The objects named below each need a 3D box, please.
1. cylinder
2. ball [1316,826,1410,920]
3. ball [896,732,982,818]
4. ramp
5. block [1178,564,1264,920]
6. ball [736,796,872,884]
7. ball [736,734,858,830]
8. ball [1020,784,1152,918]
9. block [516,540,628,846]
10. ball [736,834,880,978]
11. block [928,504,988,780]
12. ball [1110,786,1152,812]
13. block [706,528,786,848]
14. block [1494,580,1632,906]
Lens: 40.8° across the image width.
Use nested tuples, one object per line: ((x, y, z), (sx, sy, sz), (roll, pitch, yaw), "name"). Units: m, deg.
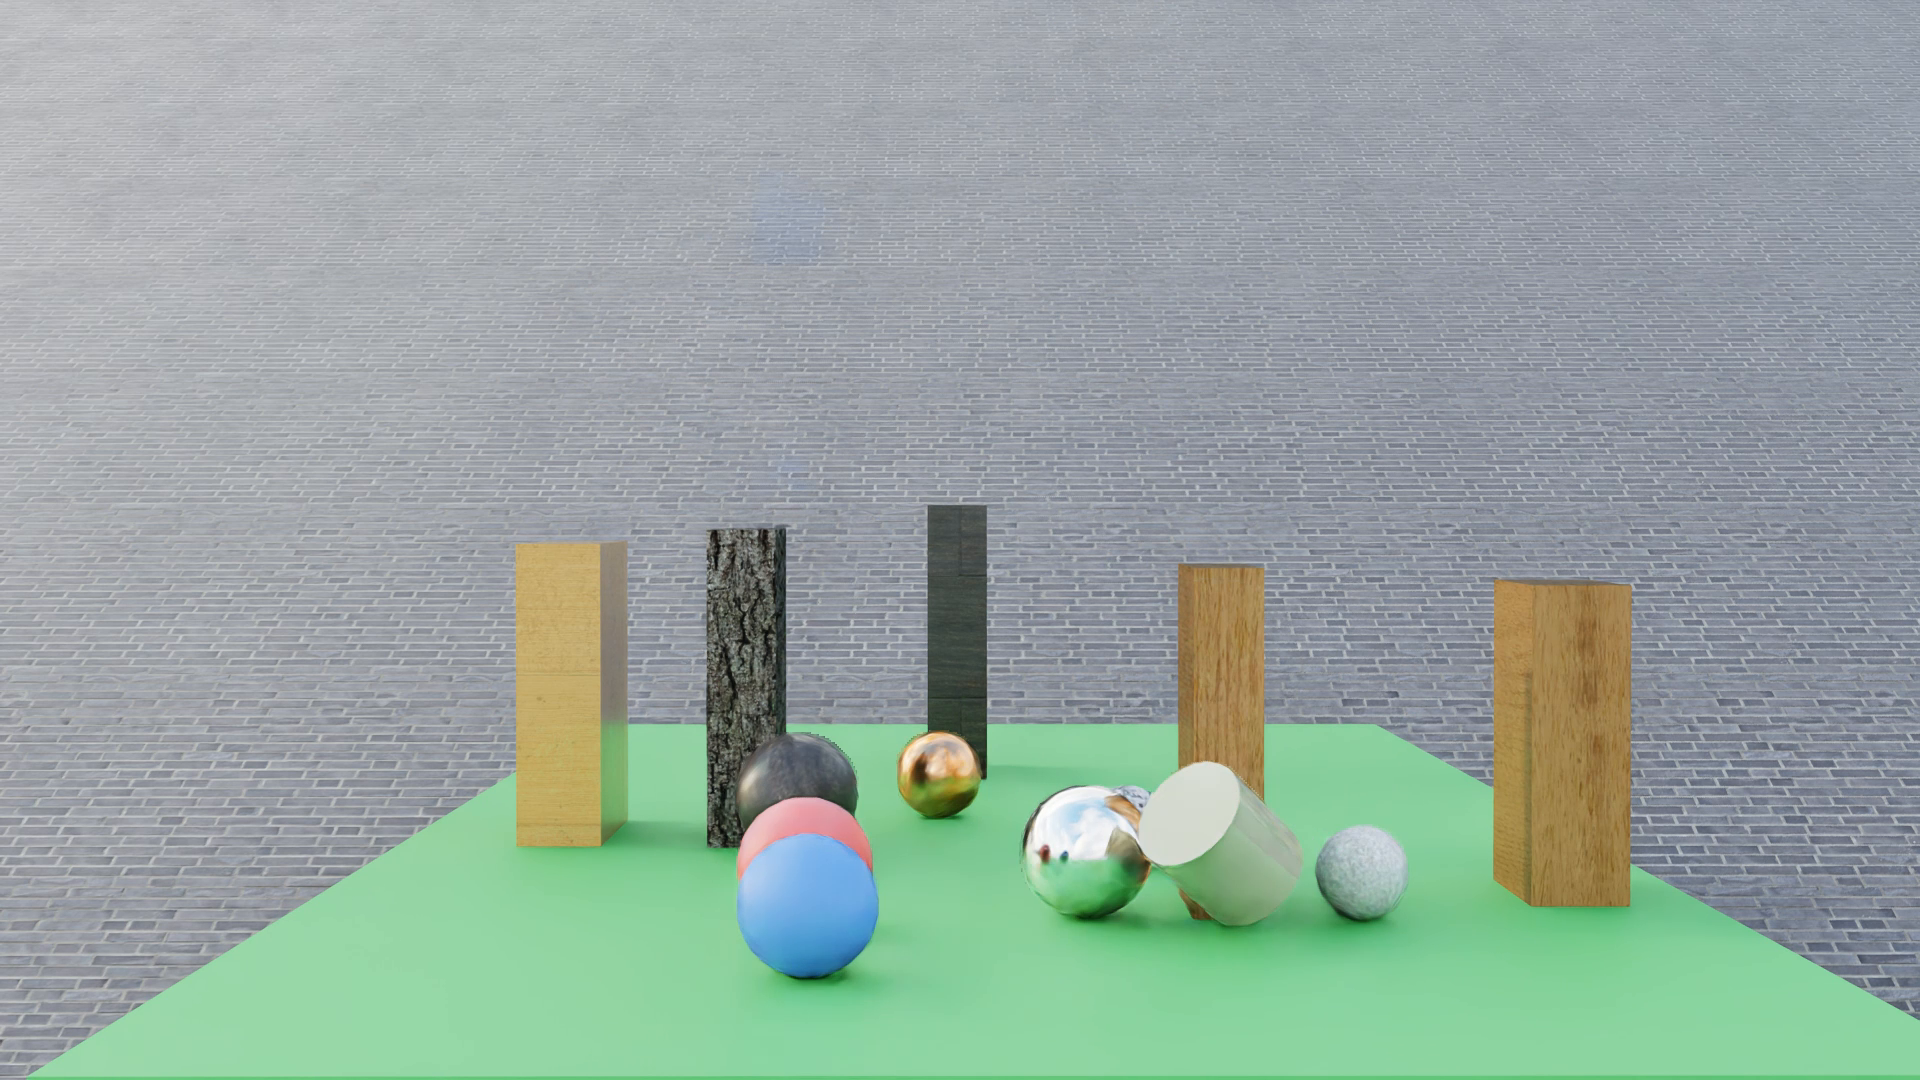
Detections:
((0.347, 0.405, 3.435), (0.158, 0.158, 0.158), (-28, 37, 24), "cylinder")
((0.553, 0.457, 3.548), (0.129, 0.129, 0.129), (0, 27, 0), "ball")
((-0.038, 0.425, 4.674), (0.156, 0.156, 0.156), (0, 27, 0), "ball")
((0.061, 0.554, 4.591), (2.000, 0.100, 4.000), (0, 1, 0), "ramp")
((0.369, 0.278, 3.666), (0.097, 0.483, 0.248), (0, 1, 0), "block")
((-0.207, 0.433, 3.442), (0.181, 0.181, 0.181), (0, 27, 0), "ball")
((-0.264, 0.412, 4.177), (0.199, 0.199, 0.199), (0, 27, 0), "ball")
((0.175, 0.430, 3.565), (0.183, 0.183, 0.183), (0, 27, 0), "ball")
((-0.667, 0.255, 4.466), (0.141, 0.503, 0.354), (0, 1, 0), "block")
((-0.184, 0.442, 3.126), (0.173, 0.173, 0.173), (0, 27, 0), "ball")
((-0.006, 0.208, 5.452), (0.122, 0.564, 0.338), (0, 1, 0), "block")
((0.263, 0.449, 4.042), (0.129, 0.129, 0.129), (0, 27, 0), "ball")
((-0.362, 0.244, 4.403), (0.114, 0.526, 0.262), (0, 1, 0), "block")
((0.879, 0.290, 3.784), (0.140, 0.455, 0.259), (0, 1, 0), "block")
